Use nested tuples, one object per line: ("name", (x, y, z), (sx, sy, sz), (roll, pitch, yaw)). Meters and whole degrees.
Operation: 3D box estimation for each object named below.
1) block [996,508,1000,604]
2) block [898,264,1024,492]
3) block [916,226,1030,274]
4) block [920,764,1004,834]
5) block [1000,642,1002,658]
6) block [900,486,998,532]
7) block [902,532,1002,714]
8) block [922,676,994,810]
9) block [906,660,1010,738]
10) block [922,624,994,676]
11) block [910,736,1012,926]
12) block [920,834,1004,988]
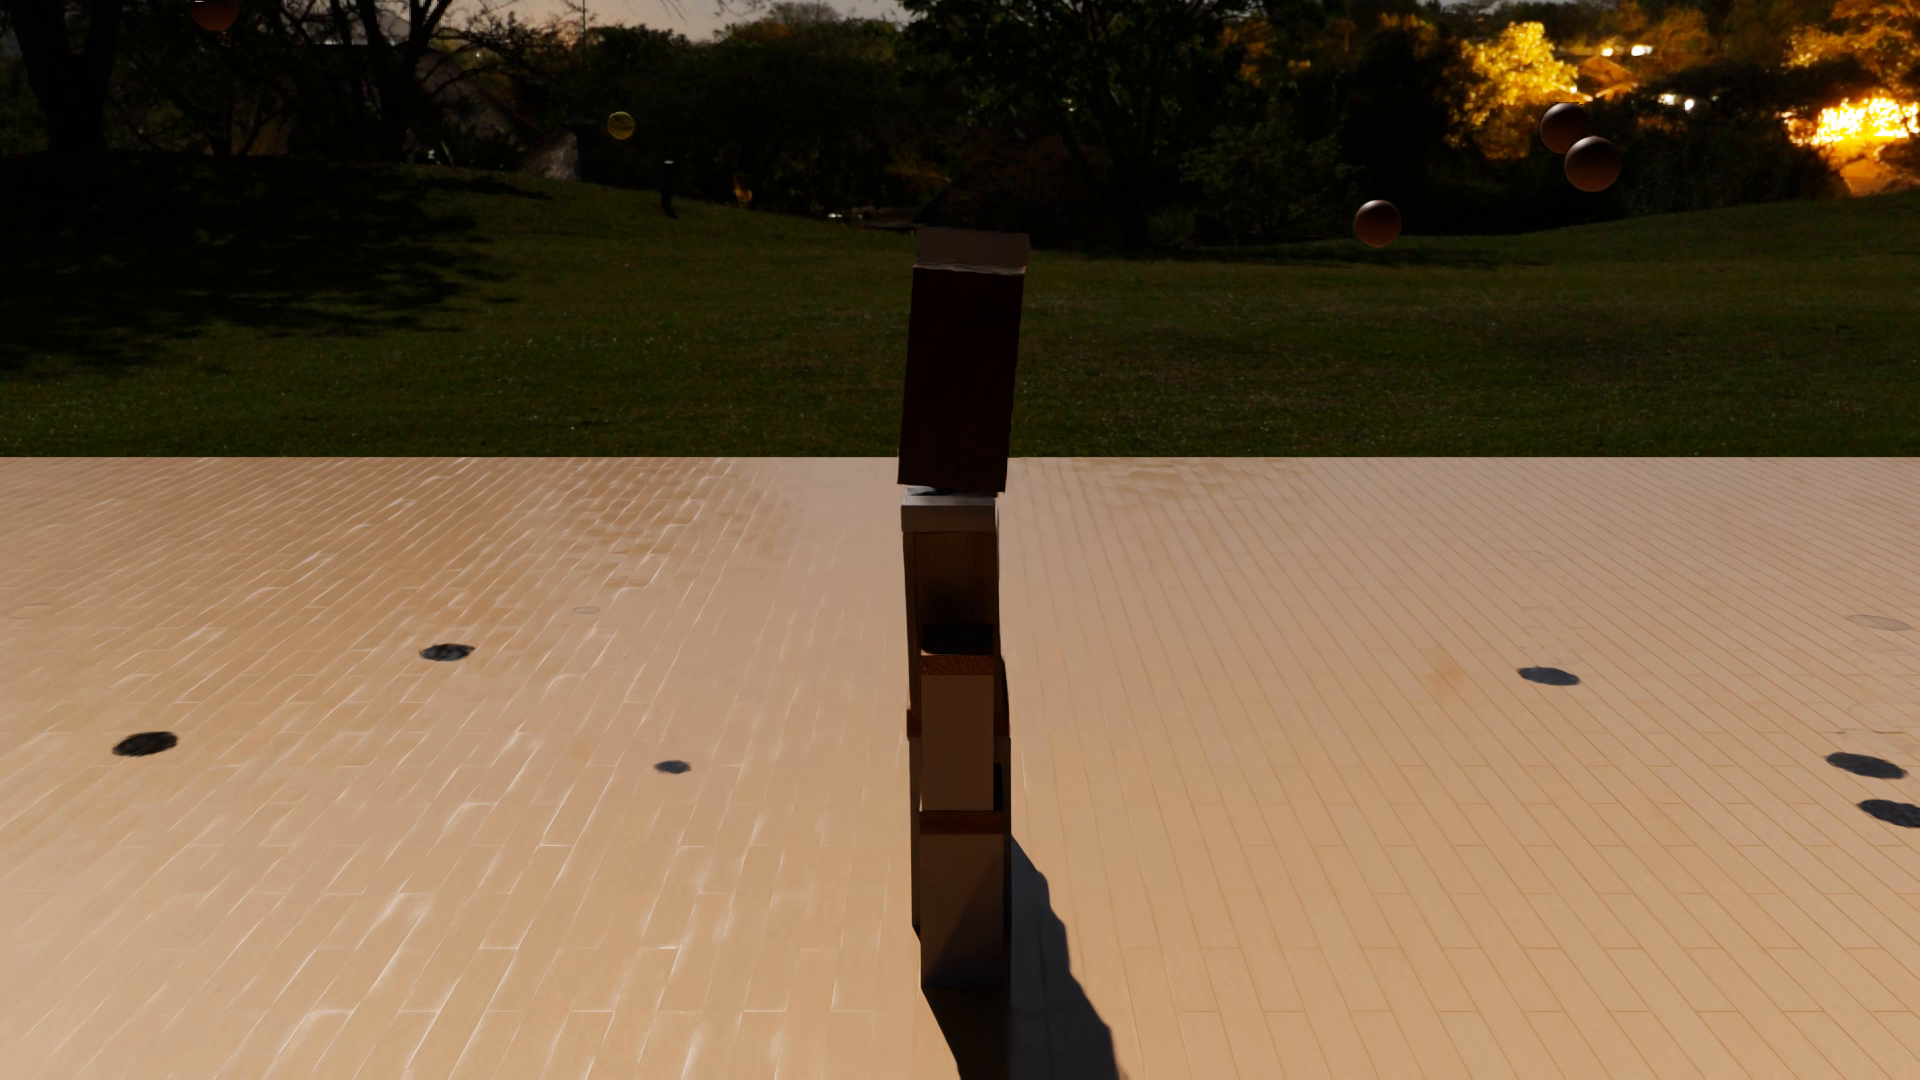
("block", (-0.008, 0.090, 3.572), (0.142, 0.284, 0.040), (0, 11, 1))
("block", (0.000, -0.238, 3.249), (0.161, 0.321, 0.046), (5, 12, -1))
("block", (0.018, -0.427, 3.323), (0.161, 0.046, 0.321), (4, 2, 0))
("block", (0.002, 0.389, 3.317), (0.122, 0.035, 0.245), (0, 11, 0))
("block", (0.004, 0.233, 3.896), (0.144, 0.041, 0.289), (0, 11, 0))
("block", (-0.013, -0.055, 3.447), (0.142, 0.040, 0.284), (0, 9, 2))
("block", (-0.010, 0.123, 3.383), (0.142, 0.284, 0.040), (-2, 12, 0))
("block", (-0.003, 0.289, 3.191), (0.104, 0.208, 0.029), (0, 11, 0))
("block", (-0.004, 0.256, 3.583), (0.160, 0.045, 0.320), (0, 10, 0))
("block", (-0.003, 0.159, 3.237), (0.104, 0.029, 0.208), (0, 11, 0))
("block", (0.001, 0.455, 3.513), (0.160, 0.320, 0.045), (-1, 11, 0))
("block", (0.002, 0.541, 3.262), (0.122, 0.245, 0.035), (0, 11, 0))
